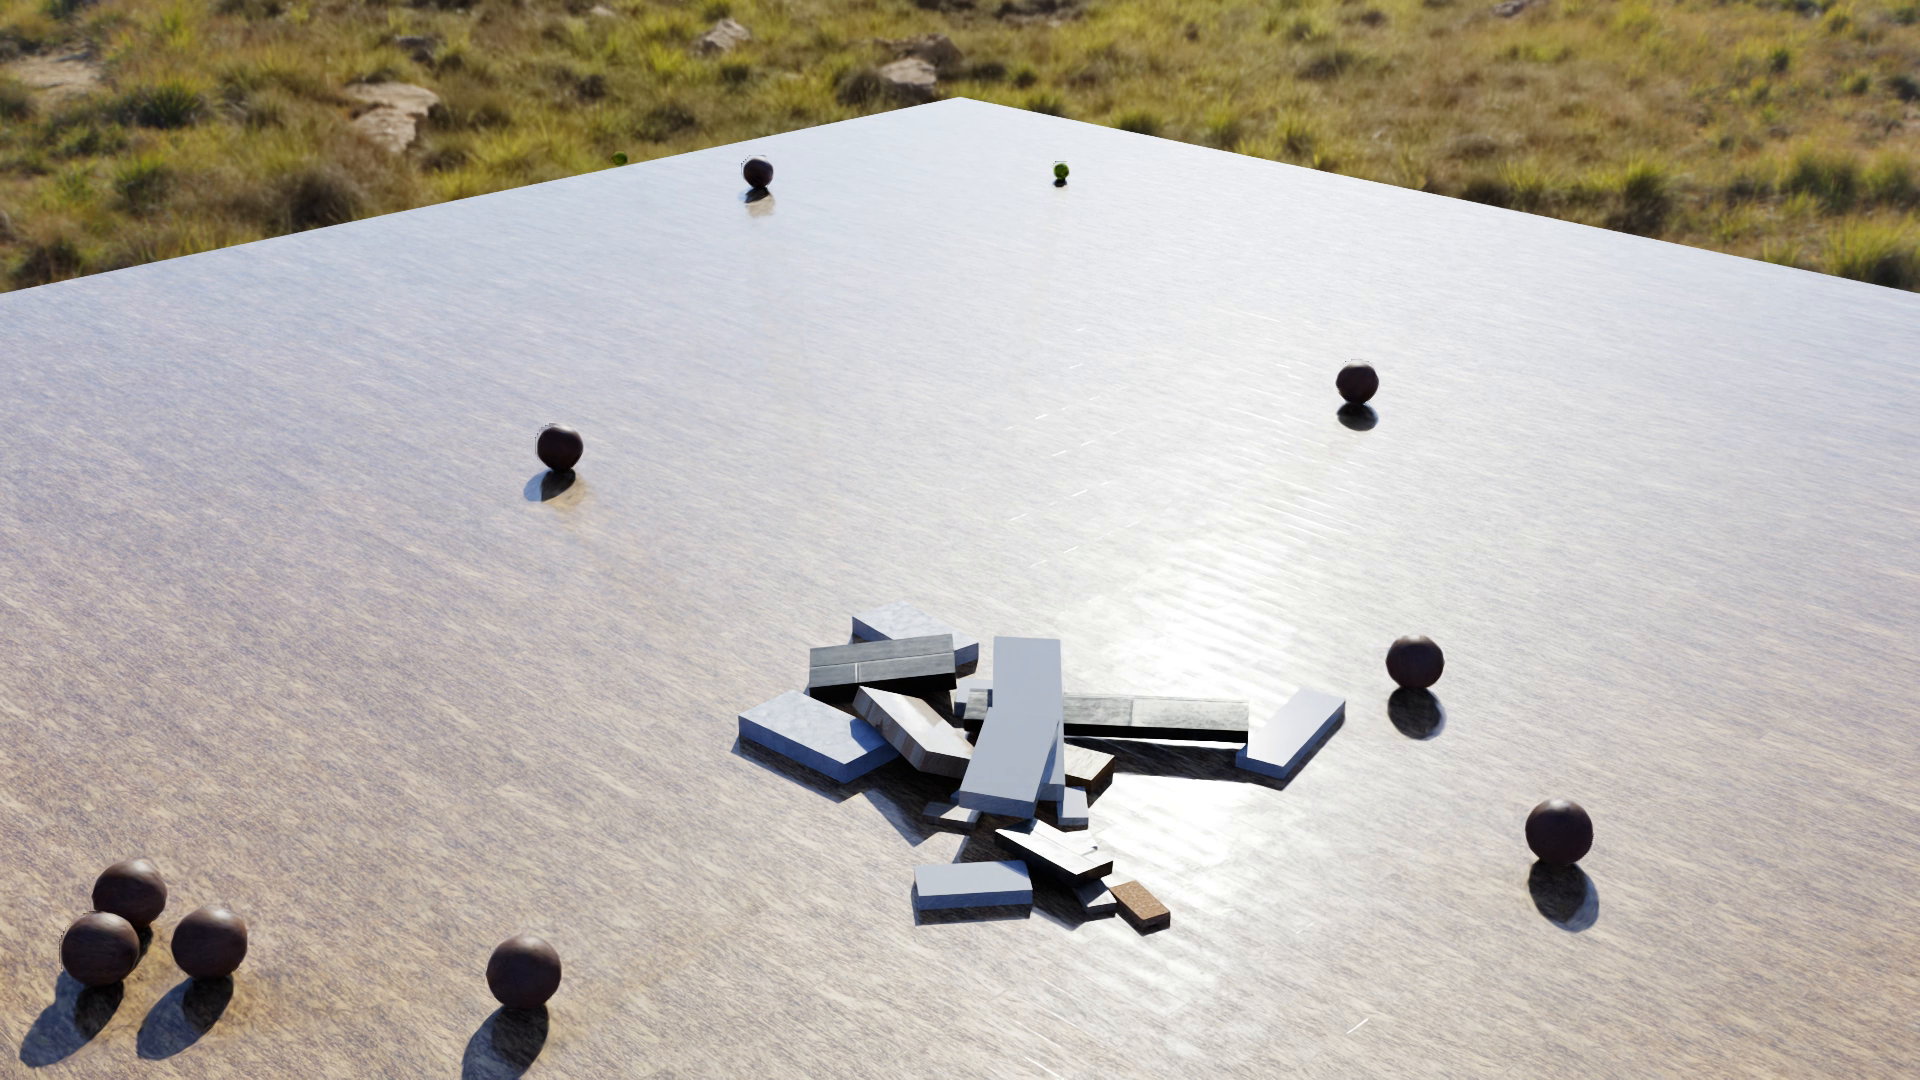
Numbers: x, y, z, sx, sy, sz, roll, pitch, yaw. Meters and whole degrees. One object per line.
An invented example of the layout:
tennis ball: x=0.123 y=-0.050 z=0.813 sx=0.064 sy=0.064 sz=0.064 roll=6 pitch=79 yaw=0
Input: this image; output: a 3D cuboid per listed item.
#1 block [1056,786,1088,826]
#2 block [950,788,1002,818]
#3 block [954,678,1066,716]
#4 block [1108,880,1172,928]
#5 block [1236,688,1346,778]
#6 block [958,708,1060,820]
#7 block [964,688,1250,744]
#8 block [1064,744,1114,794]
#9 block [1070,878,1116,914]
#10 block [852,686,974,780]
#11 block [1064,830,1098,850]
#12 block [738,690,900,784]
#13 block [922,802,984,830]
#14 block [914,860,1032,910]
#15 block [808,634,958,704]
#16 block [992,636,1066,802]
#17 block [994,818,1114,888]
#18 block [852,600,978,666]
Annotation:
block: x=0.226 y=0.540 z=4.467 sx=0.062 sy=0.018 sz=0.124 roll=0 pitch=23 yaw=-1
block: x=0.043 y=0.532 z=4.487 sx=0.114 sy=0.016 sz=0.057 roll=13 pitch=26 yaw=29
block: x=0.111 y=0.354 z=4.883 sx=0.235 sy=0.033 sz=0.117 roll=3 pitch=23 yaw=7
block: x=0.336 y=0.683 z=4.130 sx=0.062 sy=0.018 sz=0.124 roll=-12 pitch=26 yaw=-25
block: x=0.716 y=0.414 z=4.746 sx=0.107 sy=0.030 sz=0.356 roll=13 pitch=26 yaw=28
block: x=0.102 y=0.450 z=4.461 sx=0.149 sy=0.042 sz=0.298 roll=8 pitch=31 yaw=9
block: x=0.317 y=0.378 z=4.744 sx=0.608 sy=0.033 sz=0.117 roll=2 pitch=30 yaw=7
block: x=0.192 y=0.467 z=4.618 sx=0.235 sy=0.033 sz=0.117 roll=12 pitch=26 yaw=25
block: x=0.250 y=0.667 z=4.167 sx=0.057 sy=0.016 sz=0.114 roll=-6 pitch=24 yaw=-15
block: x=-0.084 y=0.410 z=4.655 sx=0.163 sy=0.046 sz=0.327 roll=15 pitch=13 yaw=-33
block: x=0.202 y=0.601 z=4.323 sx=0.124 sy=0.018 sz=0.062 roll=-5 pitch=24 yaw=-13
block: x=-0.304 y=0.418 z=4.715 sx=0.327 sy=0.046 sz=0.163 roll=20 pitch=30 yaw=38
block: x=-0.015 y=0.555 z=4.432 sx=0.114 sy=0.016 sz=0.057 roll=7 pitch=24 yaw=16
block: x=0.024 y=0.655 z=4.179 sx=0.214 sy=0.030 sz=0.107 roll=-2 pitch=23 yaw=-6
block: x=-0.174 y=0.290 z=4.953 sx=0.327 sy=0.046 sz=0.163 roll=-6 pitch=30 yaw=1
block: x=0.143 y=0.372 z=4.681 sx=0.149 sy=0.042 sz=0.540 roll=3 pitch=30 yaw=0
block: x=0.180 y=0.602 z=4.242 sx=0.107 sy=0.030 sz=0.214 roll=-13 pitch=26 yaw=-43
block: x=-0.106 y=0.228 z=5.169 sx=0.149 sy=0.042 sz=0.298 roll=-17 pitch=28 yaw=-34
